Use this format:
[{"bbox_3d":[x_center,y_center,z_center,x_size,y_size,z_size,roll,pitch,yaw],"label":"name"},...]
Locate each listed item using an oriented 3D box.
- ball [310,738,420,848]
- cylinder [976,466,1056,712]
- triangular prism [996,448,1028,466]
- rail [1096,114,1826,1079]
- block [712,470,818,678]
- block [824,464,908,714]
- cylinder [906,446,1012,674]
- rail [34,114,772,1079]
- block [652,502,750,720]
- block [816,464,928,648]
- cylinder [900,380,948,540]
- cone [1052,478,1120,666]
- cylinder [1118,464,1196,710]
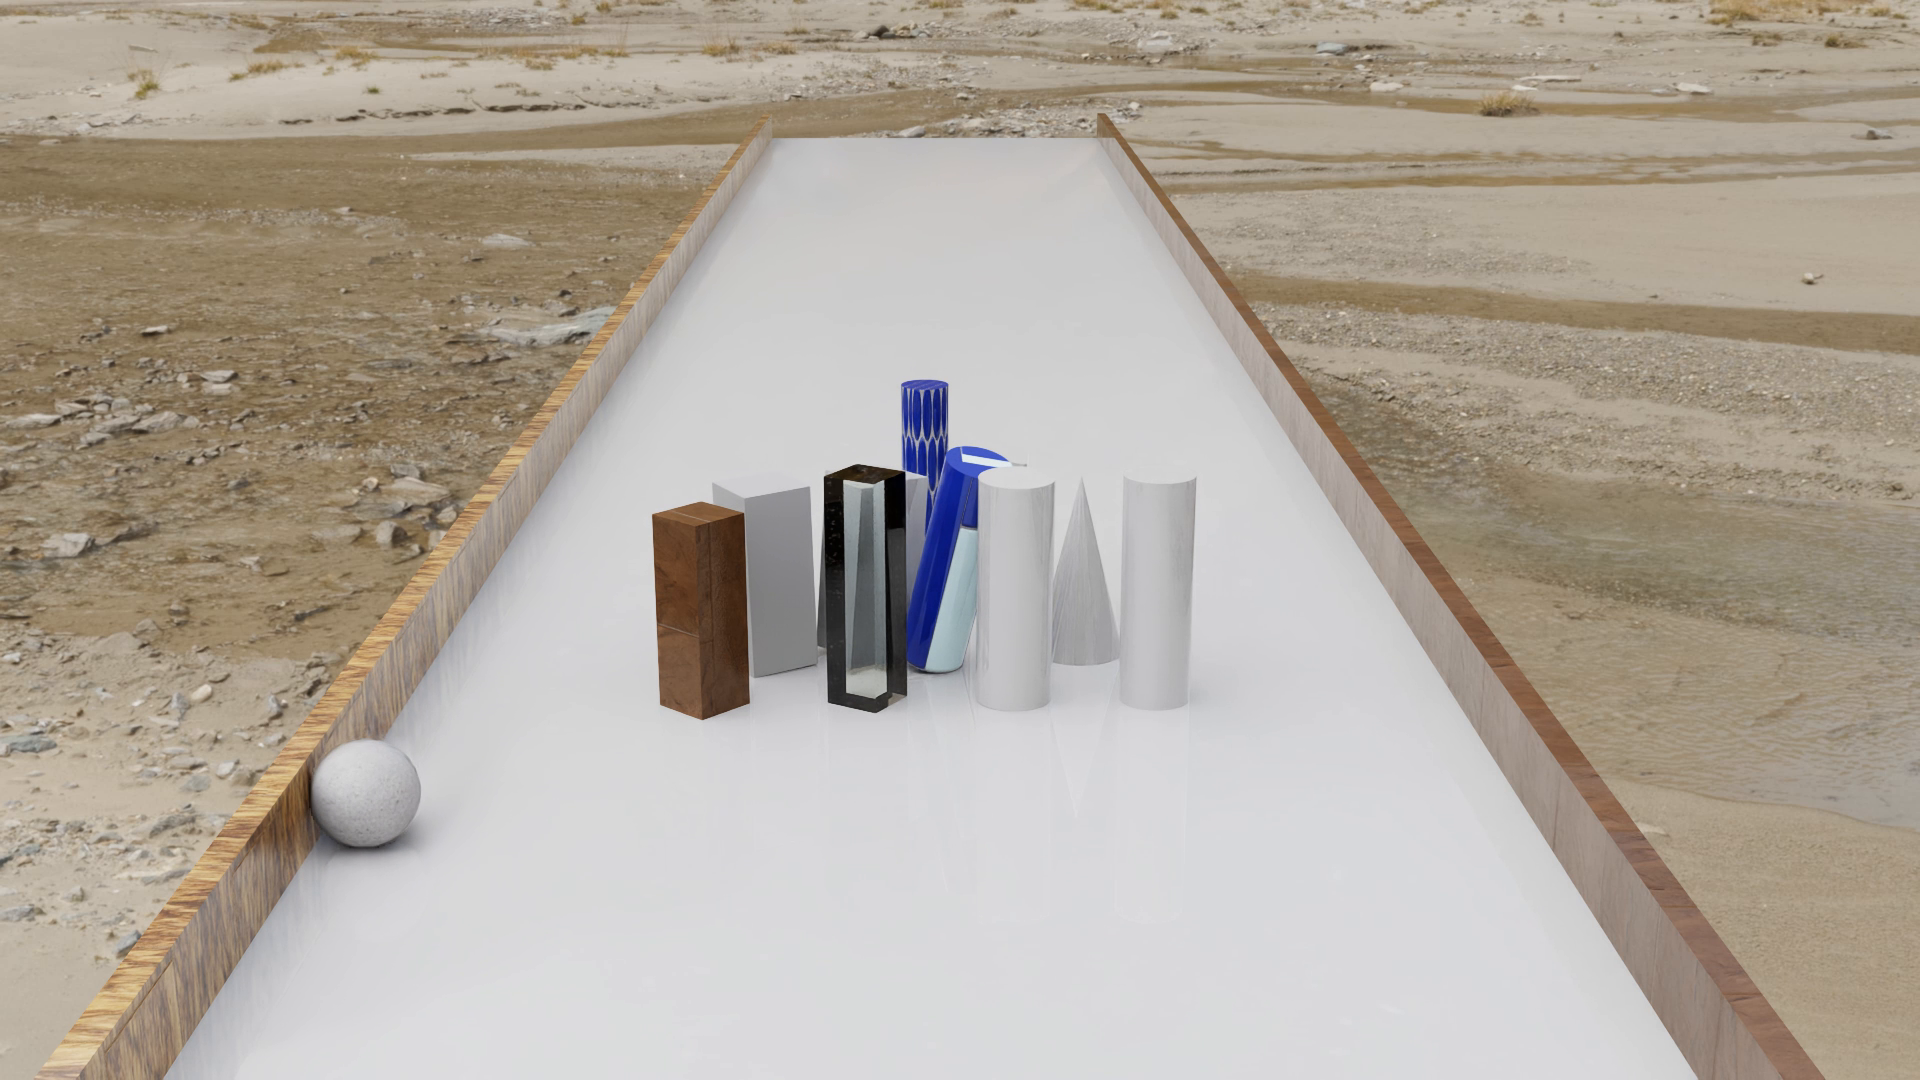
[{"bbox_3d":[-0.960,0.408,3.550,0.174,0.174,0.174,0,17,0],"label":"ball"},{"bbox_3d":[0.104,0.092,4.139,0.144,0.439,0.144,0,19,0],"label":"cylinder"},{"bbox_3d":[0.110,-0.013,4.654,0.135,0.351,0.117,11,20,32],"label":"triangular prism"},{"bbox_3d":[0.932,-0.844,7.801,0.050,0.150,12.000,0,17,-1],"label":"rail"},{"bbox_3d":[-0.385,0.066,4.353,0.142,0.367,0.142,-12,20,-30],"label":"block"},{"bbox_3d":[-0.177,0.091,4.139,0.110,0.445,0.110,10,19,30],"label":"block"},{"bbox_3d":[-0.010,0.041,4.285,0.133,0.439,0.133,11,28,-6],"label":"cylinder"},{"bbox_3d":[-1.118,-0.838,7.780,0.050,0.150,12.000,0,17,-1],"label":"rail"},{"bbox_3d":[-0.485,0.131,4.124,0.121,0.377,0.121,14,22,40],"label":"block"},{"bbox_3d":[-0.178,0.044,4.420,0.145,0.363,0.145,-8,18,-44],"label":"block"},{"bbox_3d":[-0.077,-0.122,4.845,0.104,0.451,0.104,0,17,0],"label":"cylinder"},{"bbox_3d":[0.241,0.048,4.416,0.179,0.370,0.179,0,17,0],"label":"cone"},{"bbox_3d":[0.371,0.090,4.147,0.136,0.443,0.136,0,17,0],"label":"cylinder"}]
